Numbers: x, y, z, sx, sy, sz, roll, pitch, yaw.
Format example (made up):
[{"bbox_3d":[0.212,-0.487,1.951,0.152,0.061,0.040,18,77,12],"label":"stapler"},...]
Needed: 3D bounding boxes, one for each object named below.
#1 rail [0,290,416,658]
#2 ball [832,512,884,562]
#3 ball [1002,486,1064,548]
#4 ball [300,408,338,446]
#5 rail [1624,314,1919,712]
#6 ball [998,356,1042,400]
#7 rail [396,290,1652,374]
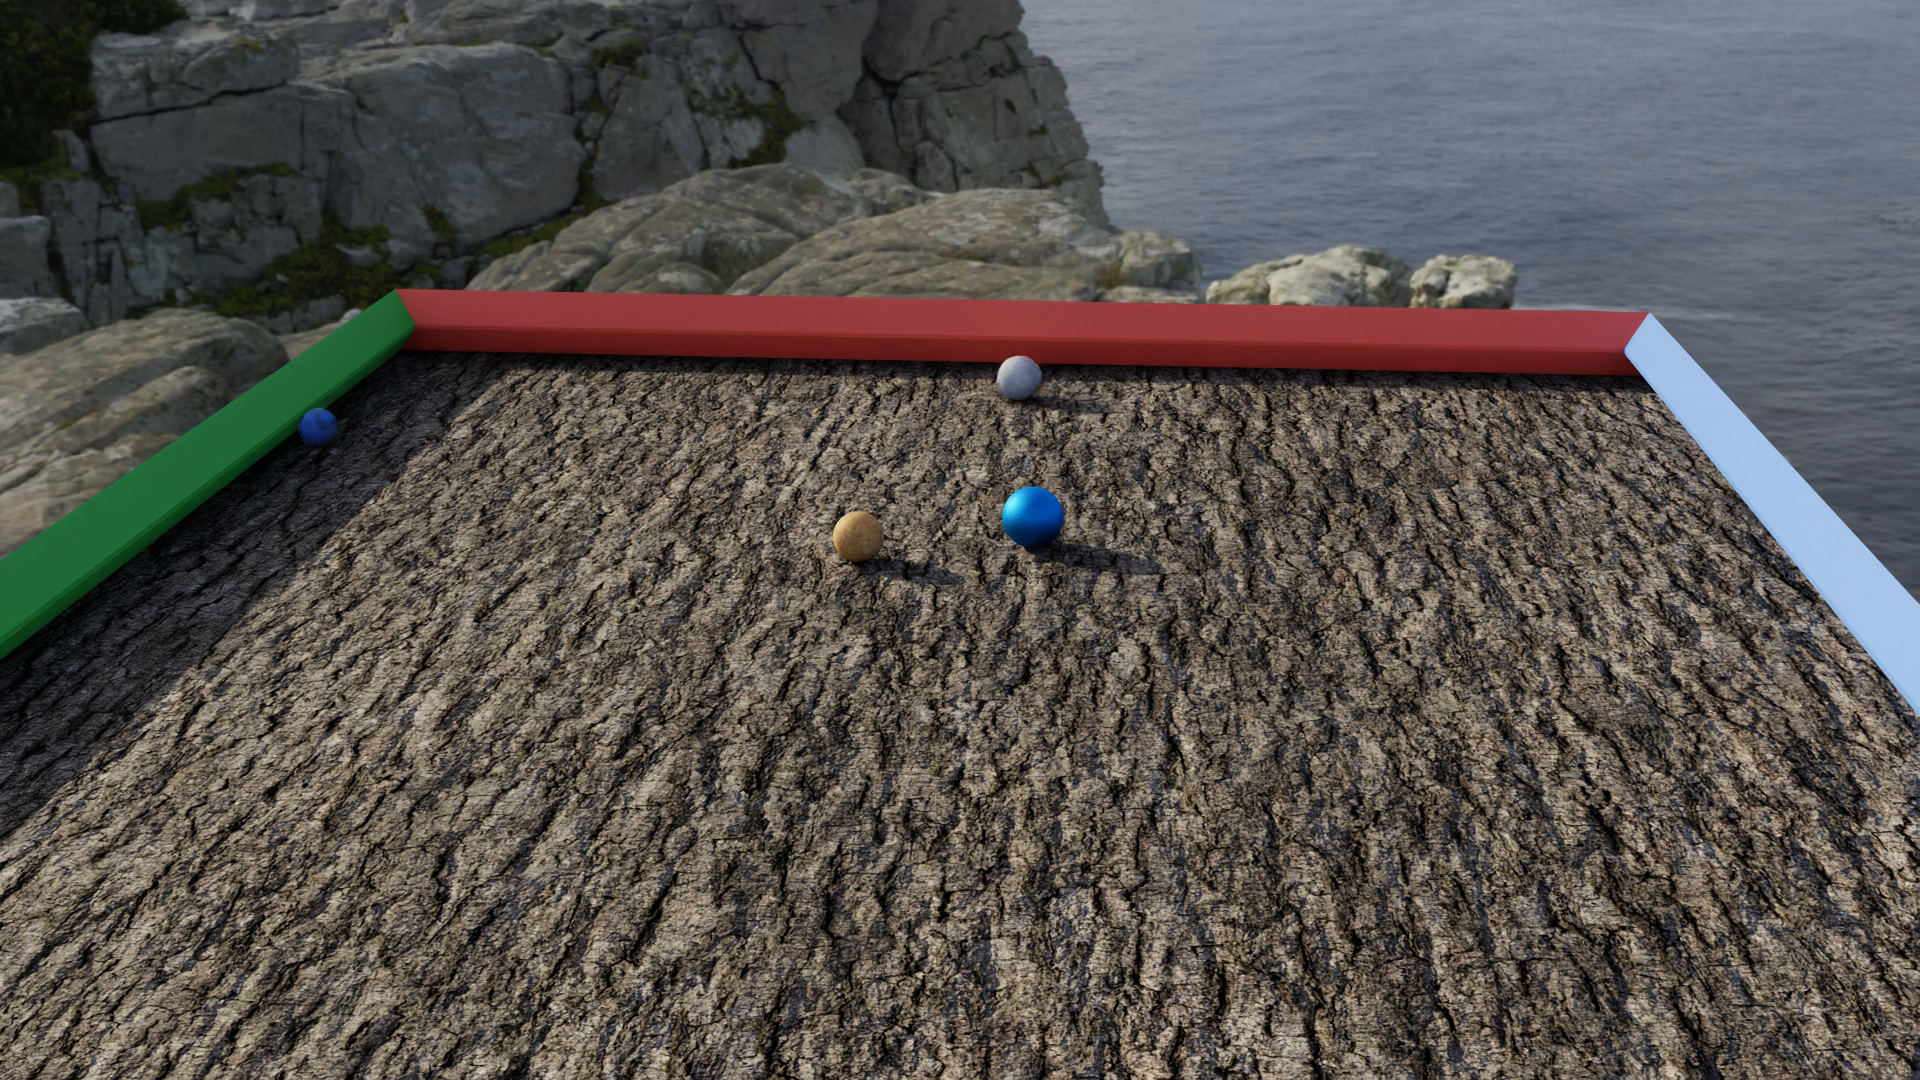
[{"bbox_3d":[-1.055,0.272,1.792,0.045,0.101,3.847,2,19,4],"label":"rail"},{"bbox_3d":[-0.122,-0.004,2.642,0.062,0.062,0.062,0,19,0],"label":"ball"},{"bbox_3d":[0.089,-0.028,2.690,0.075,0.075,0.075,0,19,0],"label":"ball"},{"bbox_3d":[-0.904,-0.160,3.102,0.053,0.053,0.053,0,19,0],"label":"ball"},{"bbox_3d":[0.899,0.325,1.642,0.045,0.101,3.847,2,19,4],"label":"rail"},{"bbox_3d":[0.091,-0.246,3.326,0.067,0.067,0.067,0,19,0],"label":"ball"},{"bbox_3d":[0.076,-0.327,3.504,2.008,0.101,0.045,2,19,4],"label":"rail"}]
